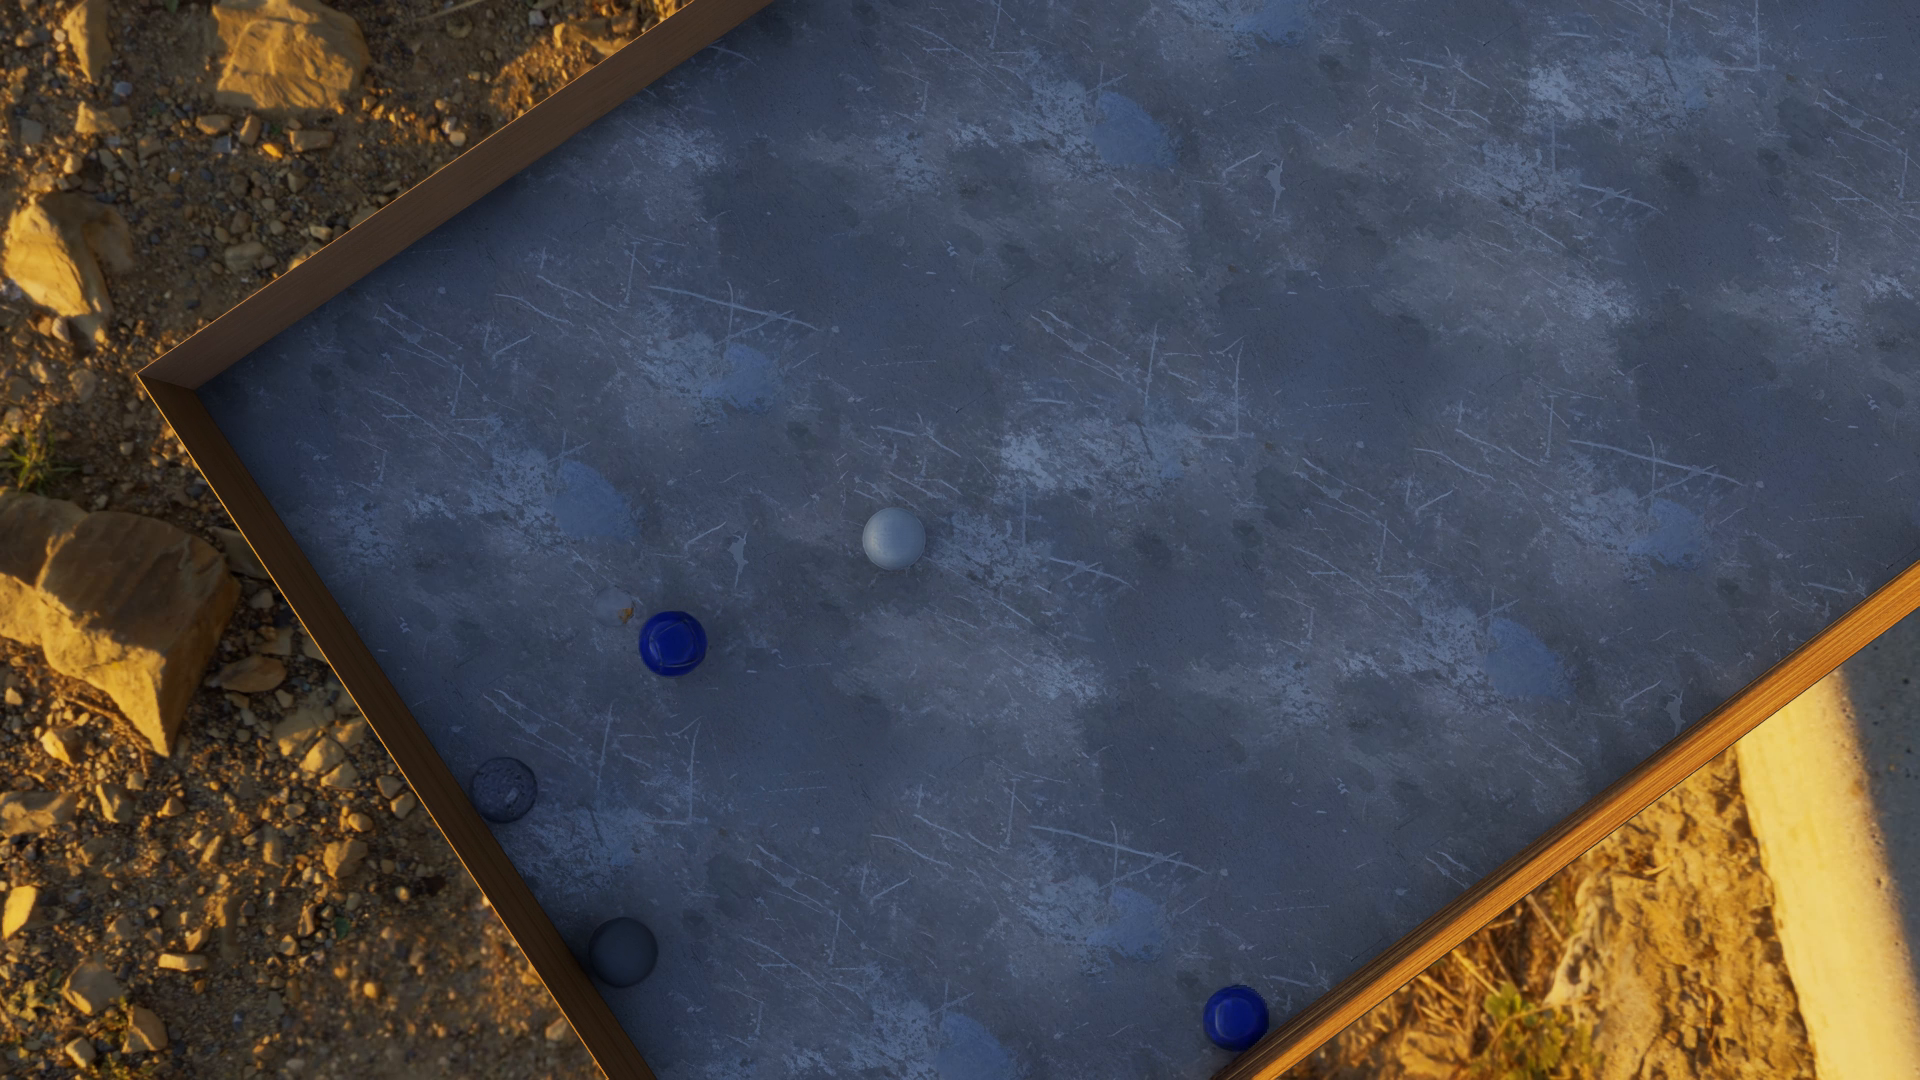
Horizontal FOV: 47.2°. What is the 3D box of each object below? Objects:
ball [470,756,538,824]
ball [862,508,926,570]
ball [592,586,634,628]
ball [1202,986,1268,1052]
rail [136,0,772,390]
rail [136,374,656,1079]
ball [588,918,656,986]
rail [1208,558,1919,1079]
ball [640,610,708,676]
[{"bbox_3d":[-0.664,0.364,3.201,0.096,0.096,0.096,0,82,0],"label":"ball"},{"bbox_3d":[-0.098,-0.002,3.252,0.094,0.094,0.094,0,82,0],"label":"ball"},{"bbox_3d":[-0.513,0.099,3.255,0.062,0.062,0.062,0,82,0],"label":"ball"},{"bbox_3d":[0.395,0.688,3.158,0.093,0.093,0.093,0,82,0],"label":"ball"},{"bbox_3d":[0.194,-1.184,3.397,3.388,0.128,0.045,-35,84,-5],"label":"rail"},{"bbox_3d":[-0.672,0.468,3.169,0.045,0.128,1.770,-35,84,-5],"label":"rail"},{"bbox_3d":[-0.487,0.593,3.168,0.099,0.099,0.099,0,82,0],"label":"ball"},{"bbox_3d":[1.189,0.209,3.205,3.388,0.128,0.045,-35,84,-5],"label":"rail"},{"bbox_3d":[-0.421,0.152,3.229,0.098,0.098,0.098,0,82,0],"label":"ball"}]
